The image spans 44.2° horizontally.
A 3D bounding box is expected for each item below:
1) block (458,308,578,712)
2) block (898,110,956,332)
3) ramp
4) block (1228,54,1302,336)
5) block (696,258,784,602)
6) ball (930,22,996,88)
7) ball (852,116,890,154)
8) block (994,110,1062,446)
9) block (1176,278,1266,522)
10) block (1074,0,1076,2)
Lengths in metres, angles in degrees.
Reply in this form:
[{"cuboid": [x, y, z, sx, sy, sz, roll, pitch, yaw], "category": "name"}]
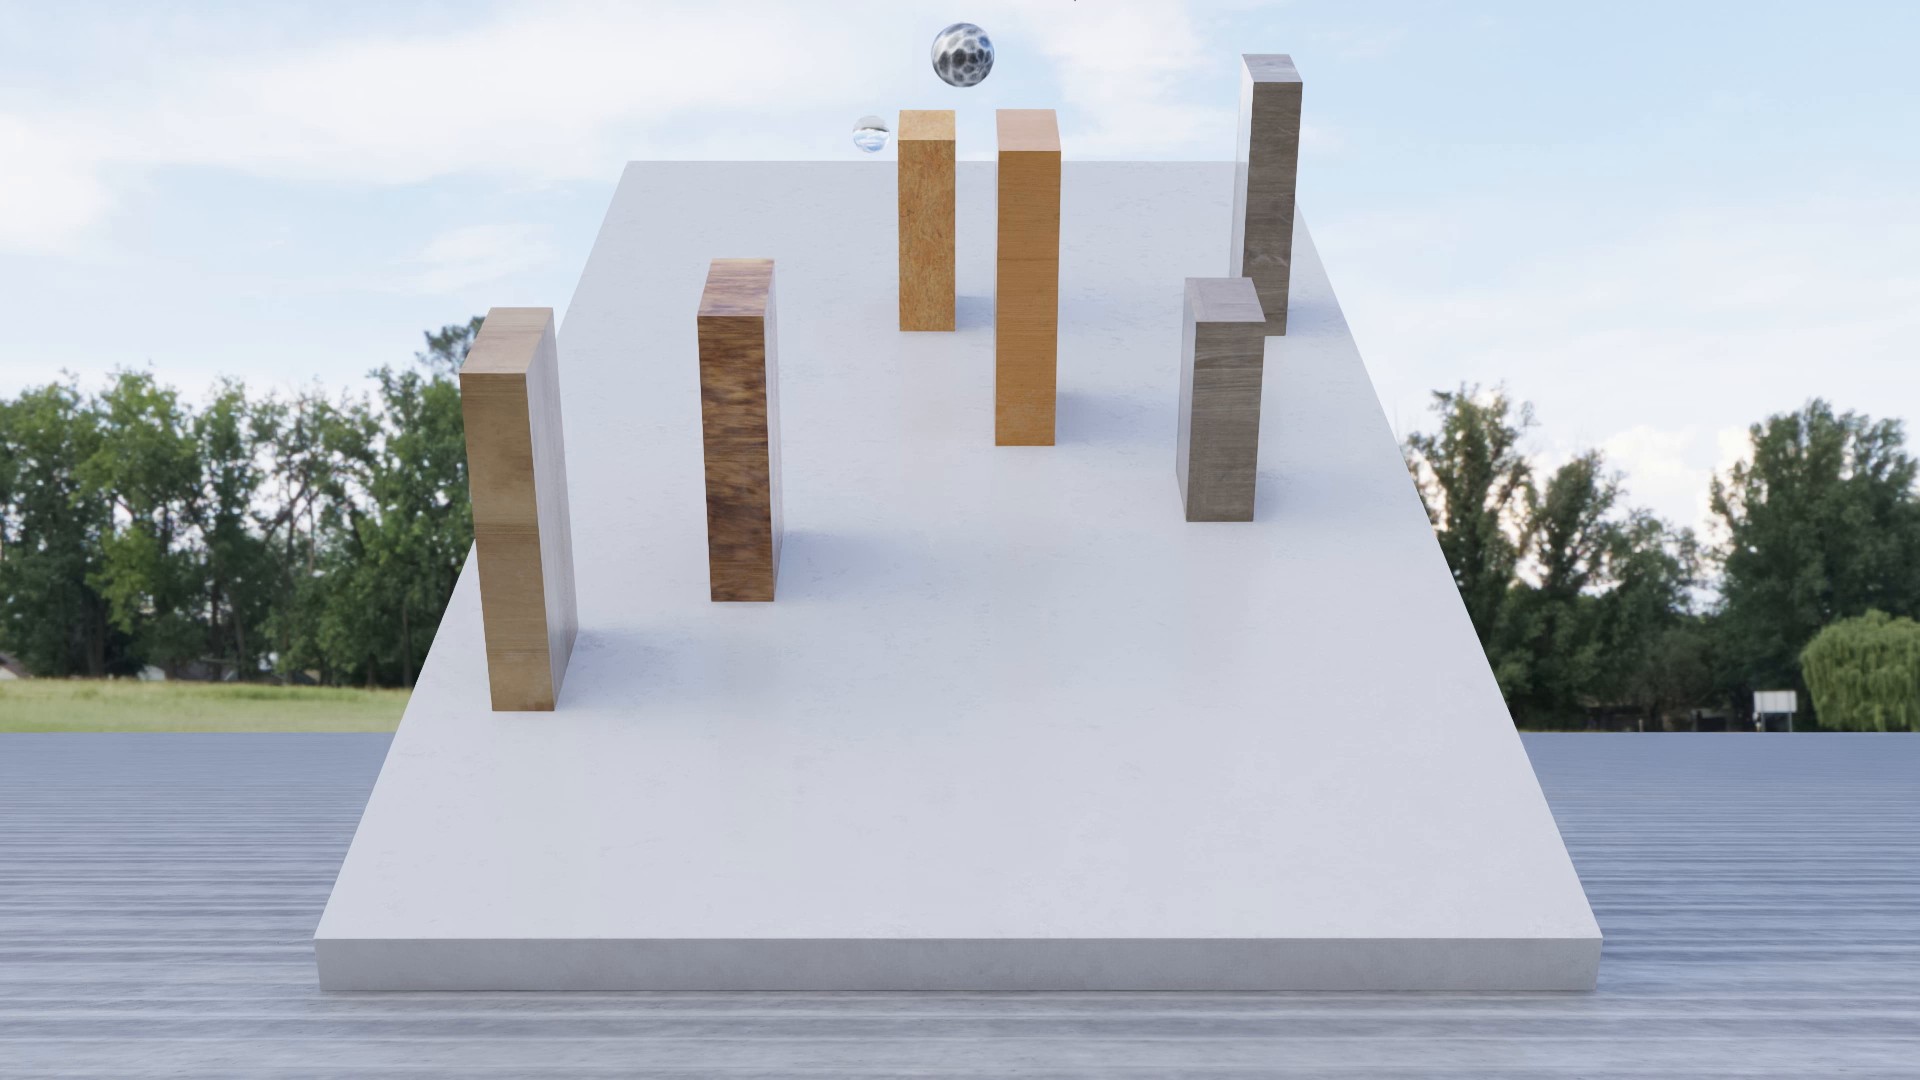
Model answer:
[{"cuboid": [-0.790, -0.055, 4.269, 0.112, 0.660, 0.312, 0, 26, 0], "category": "block"}, {"cuboid": [-0.082, -0.808, 5.970, 0.141, 0.498, 0.261, 0, 26, 0], "category": "block"}, {"cuboid": [-0.010, -0.228, 5.476, 2.000, 0.100, 4.000, 0, 26, 0], "category": "ramp"}, {"cuboid": [0.760, -0.862, 5.913, 0.119, 0.650, 0.259, 0, 26, 0], "category": "block"}, {"cuboid": [-0.428, -0.218, 4.666, 0.124, 0.601, 0.317, 0, 26, 0], "category": "block"}, {"cuboid": [0.008, -1.377, 6.711, 0.183, 0.183, 0.183, 0, -5, 0], "category": "ball"}, {"cuboid": [-0.258, -1.177, 6.855, 0.109, 0.109, 0.109, 0, -5, 0], "category": "ball"}, {"cuboid": [0.147, -0.590, 5.321, 0.134, 0.688, 0.315, 0, 26, 0], "category": "block"}, {"cuboid": [0.548, -0.298, 5.000, 0.141, 0.451, 0.259, 0, 26, 0], "category": "block"}, {"cuboid": [0.335, -1.644, 6.795, 0.107, 0.107, 0.107, -31, -42, 20], "category": "block"}]
